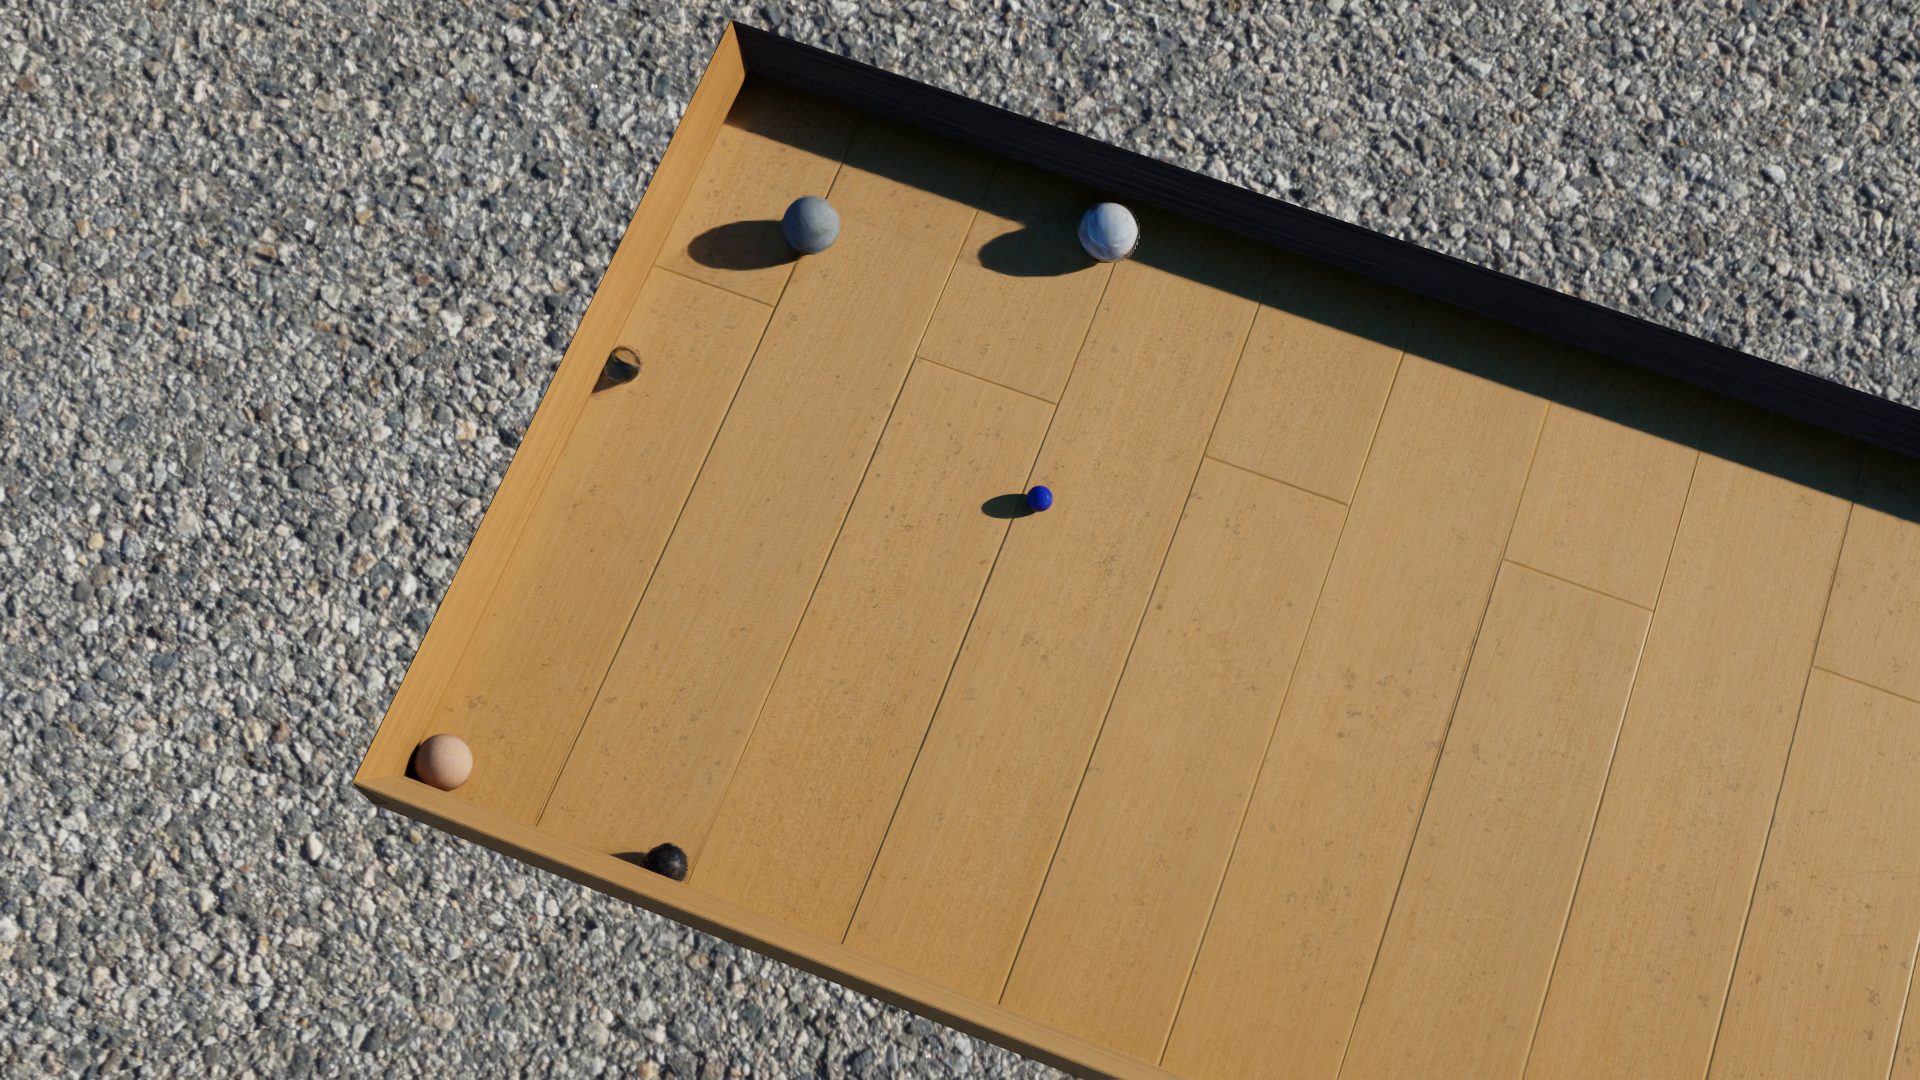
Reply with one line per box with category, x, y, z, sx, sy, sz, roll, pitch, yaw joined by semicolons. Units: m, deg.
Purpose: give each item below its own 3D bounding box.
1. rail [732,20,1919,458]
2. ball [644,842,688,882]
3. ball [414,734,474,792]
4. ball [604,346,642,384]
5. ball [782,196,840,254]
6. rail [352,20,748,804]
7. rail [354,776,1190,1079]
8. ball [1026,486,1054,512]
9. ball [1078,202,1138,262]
rail;0.886;-0.379;3.585;2.745;0.127;0.045;20;70;7
ball;-0.439;0.486;3.283;0.066;0.066;0.066;0;69;0
ball;-0.782;0.337;3.329;0.088;0.088;0.088;0;69;0
ball;-0.551;-0.285;3.585;0.061;0.061;0.061;0;69;0
ball;-0.249;-0.523;3.659;0.095;0.095;0.095;0;69;0
rail;-0.619;-0.231;3.527;0.045;0.127;1.420;20;70;7
rail;0.396;0.816;3.121;2.745;0.127;0.045;20;70;7
ball;0.127;-0.066;3.509;0.043;0.043;0.043;0;69;0
ball;0.246;-0.512;3.653;0.098;0.098;0.098;0;69;0
